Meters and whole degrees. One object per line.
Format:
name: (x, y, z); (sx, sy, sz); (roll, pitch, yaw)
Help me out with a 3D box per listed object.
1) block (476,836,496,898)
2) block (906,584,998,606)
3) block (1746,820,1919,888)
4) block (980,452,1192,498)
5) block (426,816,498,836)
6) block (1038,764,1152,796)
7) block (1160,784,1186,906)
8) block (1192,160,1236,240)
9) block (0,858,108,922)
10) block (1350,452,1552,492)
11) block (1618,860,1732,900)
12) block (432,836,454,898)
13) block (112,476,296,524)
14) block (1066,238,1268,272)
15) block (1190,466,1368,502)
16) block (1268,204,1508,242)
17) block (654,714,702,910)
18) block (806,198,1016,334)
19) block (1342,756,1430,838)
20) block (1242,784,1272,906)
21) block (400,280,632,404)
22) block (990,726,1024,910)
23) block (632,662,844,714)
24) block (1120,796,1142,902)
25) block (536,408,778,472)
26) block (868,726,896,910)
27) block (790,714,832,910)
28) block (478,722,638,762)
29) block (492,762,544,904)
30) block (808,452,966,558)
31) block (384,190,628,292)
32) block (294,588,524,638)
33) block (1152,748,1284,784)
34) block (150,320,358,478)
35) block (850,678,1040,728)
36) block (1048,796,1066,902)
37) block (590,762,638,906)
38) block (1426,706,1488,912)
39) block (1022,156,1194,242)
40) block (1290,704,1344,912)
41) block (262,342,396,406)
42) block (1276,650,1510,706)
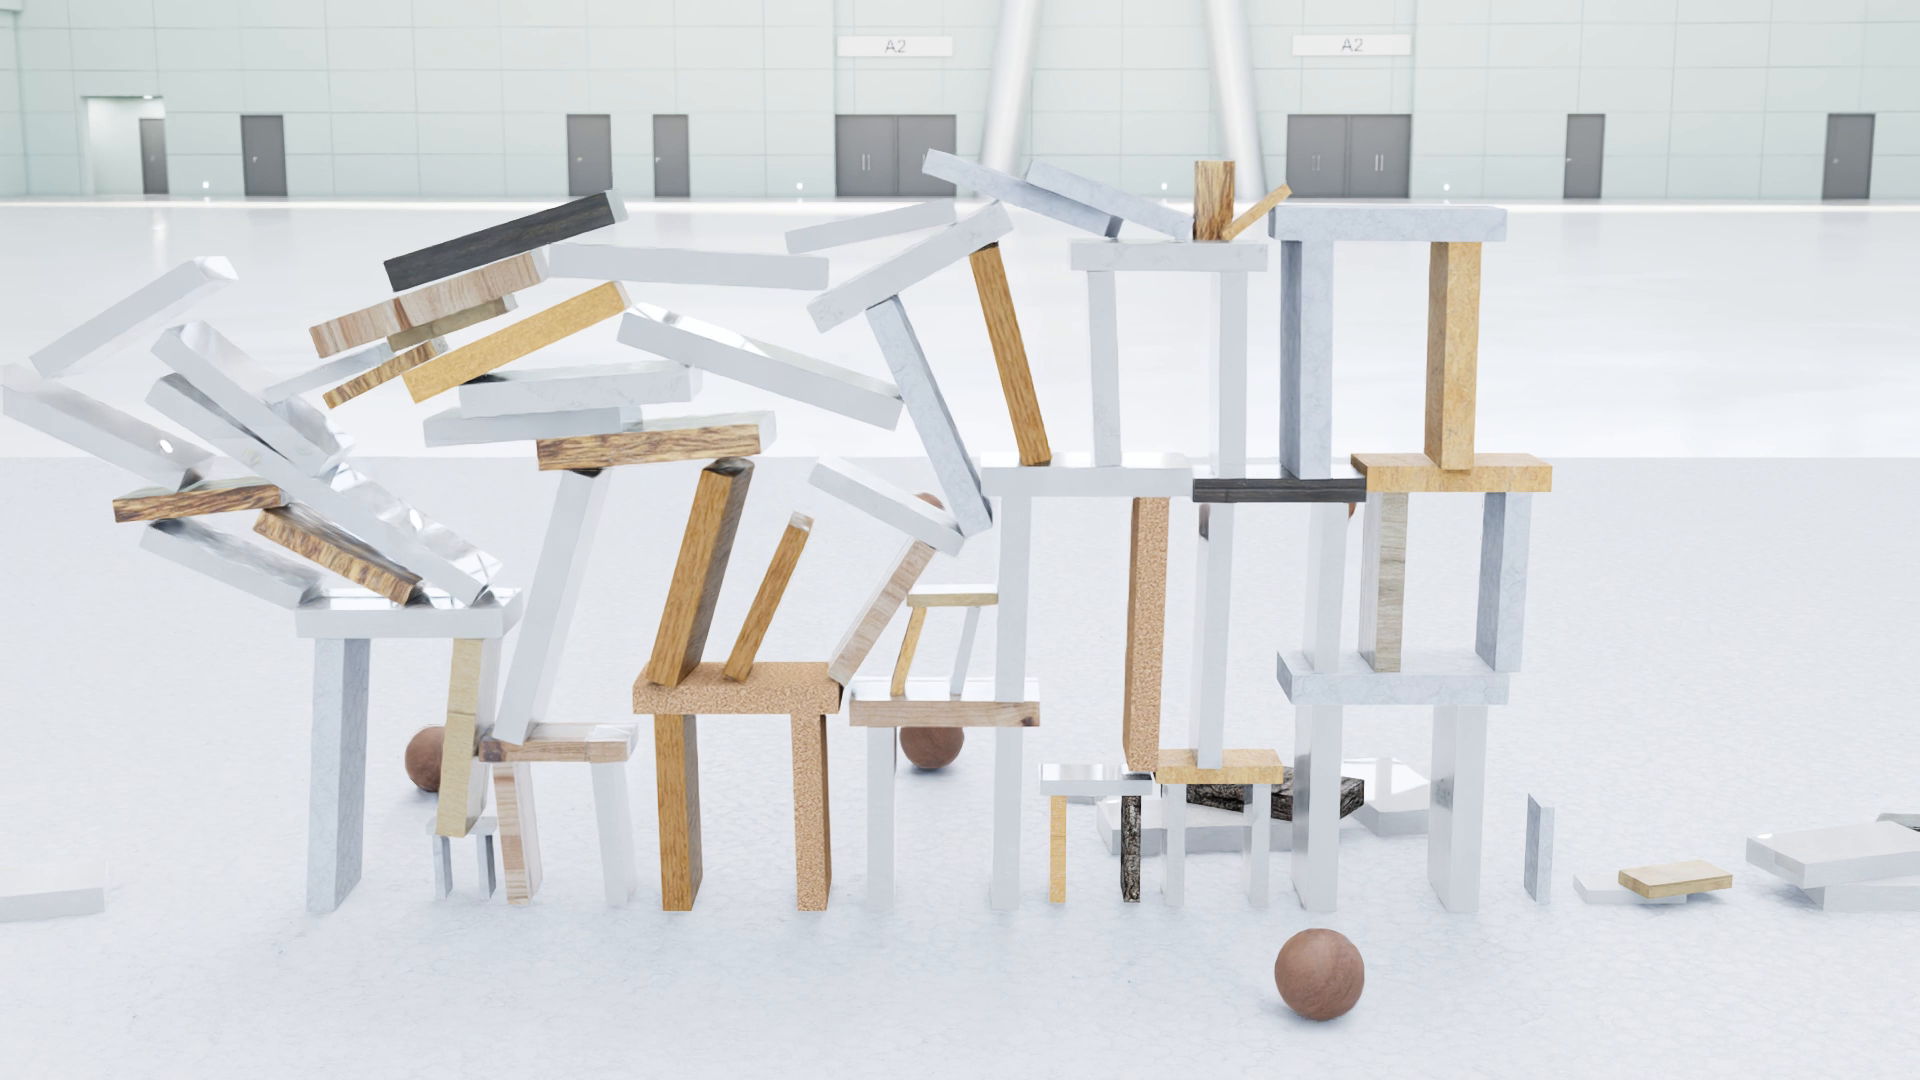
block: (-0.789, 0.535, 3.661); (0.016, 0.110, 0.055); (-2, 11, 0)
block: (-0.014, 0.089, 3.575); (0.147, 0.021, 0.073); (-1, 11, 0)
block: (1.486, 0.525, 3.679); (0.293, 0.042, 0.147); (-3, 11, -18)
block: (0.200, -0.106, 3.539); (0.333, 0.047, 0.167); (0, 11, 0)
block: (-0.826, 0.474, 3.648); (0.110, 0.016, 0.055); (0, 11, 0)
block: (0.222, 0.396, 3.636); (0.184, 0.026, 0.092); (0, 11, 0)
block: (0.354, 0.489, 3.647); (0.029, 0.207, 0.103); (0, 10, 0)
block: (0.405, -0.542, 3.510); (0.062, 0.124, 0.018); (-2, 10, -15)
block: (-1.561, 0.581, 3.602); (0.303, 0.043, 0.152); (-3, 11, -18)
block: (0.789, -0.109, 3.546); (0.292, 0.041, 0.146); (0, 11, -1)
block: (1.183, 0.560, 3.637); (0.164, 0.023, 0.082); (-4, 11, -19)
block: (-0.862, 0.535, 3.661); (0.016, 0.110, 0.055); (-2, 11, 0)
block: (-1.208, -0.070, 3.546); (0.266, 0.038, 0.133); (-6, 10, 1)
block: (0.324, -0.451, 3.477); (0.304, 0.043, 0.152); (0, 11, 0)
block: (0.505, -0.091, 3.543); (0.275, 0.039, 0.138); (0, 10, -1)
block: (0.669, -0.501, 3.470); (0.352, 0.050, 0.176); (1, 10, 4)
block: (-0.465, 0.427, 3.638); (0.047, 0.330, 0.165); (-1, 11, 0)
block: (-0.077, -0.436, 3.483); (0.342, 0.048, 0.171); (-28, 9, 5)
block: (0.801, 0.480, 4.133); (0.165, 0.047, 0.330); (-2, 11, -12)
block: (0.492, 0.489, 3.646); (0.029, 0.207, 0.103); (0, 11, 0)
block: (-0.698, -0.319, 3.488); (0.357, 0.051, 0.179); (-24, 10, -2)
block: (0.077, 0.438, 3.643); (0.043, 0.307, 0.153); (1, 11, 0)
block: (-0.360, 0.242, 3.604); (0.330, 0.047, 0.165); (0, 11, 0)
block: (0.284, 0.499, 3.655); (0.026, 0.184, 0.092); (0, 11, 0)
block: (-0.482, -0.161, 3.523); (0.354, 0.050, 0.177); (-4, 10, 4)
block: (-0.129, 0.439, 3.642); (0.043, 0.307, 0.153); (0, 11, 0)
block: (-0.245, 0.427, 3.638); (0.047, 0.330, 0.165); (-1, 11, 0)
block: (-0.661, 0.332, 3.627); (0.242, 0.034, 0.121); (0, 11, 0)
block: (-0.734, 0.469, 3.652); (0.034, 0.242, 0.121); (-4, 10, 1)
block: (-0.114, -0.059, 3.555); (0.266, 0.038, 0.133); (27, 9, -2)
block: (-0.709, -0.472, 3.459); (0.358, 0.051, 0.179); (-17, 10, 1)
block: (-0.891, 0.118, 3.575); (0.329, 0.047, 0.165); (0, 11, 0)
block: (0.422, 0.373, 3.625); (0.207, 0.029, 0.104); (0, 10, 0)
block: (-1.121, -0.227, 3.504); (0.315, 0.045, 0.157); (39, 9, -6)
block: (-0.024, 0.265, 3.612); (0.307, 0.043, 0.153); (0, 11, 0)
block: (0.161, 0.499, 3.655); (0.026, 0.184, 0.092); (0, 11, 0)
block: (-0.573, 0.470, 3.648); (0.034, 0.242, 0.121); (-5, 10, 0)
block: (0.821, 0.419, 3.636); (0.049, 0.347, 0.174); (0, 11, 0)
block: (0.233, -0.540, 3.472); (0.267, 0.038, 0.134); (20, 11, -4)
block: (0.589, 0.419, 3.637); (0.049, 0.347, 0.174); (0, 11, 0)
block: (-0.995, -0.265, 3.473); (0.192, 0.027, 0.096); (-20, 12, 1)
block: (0.705, 0.224, 3.602); (0.347, 0.049, 0.174); (0, 11, 0)
